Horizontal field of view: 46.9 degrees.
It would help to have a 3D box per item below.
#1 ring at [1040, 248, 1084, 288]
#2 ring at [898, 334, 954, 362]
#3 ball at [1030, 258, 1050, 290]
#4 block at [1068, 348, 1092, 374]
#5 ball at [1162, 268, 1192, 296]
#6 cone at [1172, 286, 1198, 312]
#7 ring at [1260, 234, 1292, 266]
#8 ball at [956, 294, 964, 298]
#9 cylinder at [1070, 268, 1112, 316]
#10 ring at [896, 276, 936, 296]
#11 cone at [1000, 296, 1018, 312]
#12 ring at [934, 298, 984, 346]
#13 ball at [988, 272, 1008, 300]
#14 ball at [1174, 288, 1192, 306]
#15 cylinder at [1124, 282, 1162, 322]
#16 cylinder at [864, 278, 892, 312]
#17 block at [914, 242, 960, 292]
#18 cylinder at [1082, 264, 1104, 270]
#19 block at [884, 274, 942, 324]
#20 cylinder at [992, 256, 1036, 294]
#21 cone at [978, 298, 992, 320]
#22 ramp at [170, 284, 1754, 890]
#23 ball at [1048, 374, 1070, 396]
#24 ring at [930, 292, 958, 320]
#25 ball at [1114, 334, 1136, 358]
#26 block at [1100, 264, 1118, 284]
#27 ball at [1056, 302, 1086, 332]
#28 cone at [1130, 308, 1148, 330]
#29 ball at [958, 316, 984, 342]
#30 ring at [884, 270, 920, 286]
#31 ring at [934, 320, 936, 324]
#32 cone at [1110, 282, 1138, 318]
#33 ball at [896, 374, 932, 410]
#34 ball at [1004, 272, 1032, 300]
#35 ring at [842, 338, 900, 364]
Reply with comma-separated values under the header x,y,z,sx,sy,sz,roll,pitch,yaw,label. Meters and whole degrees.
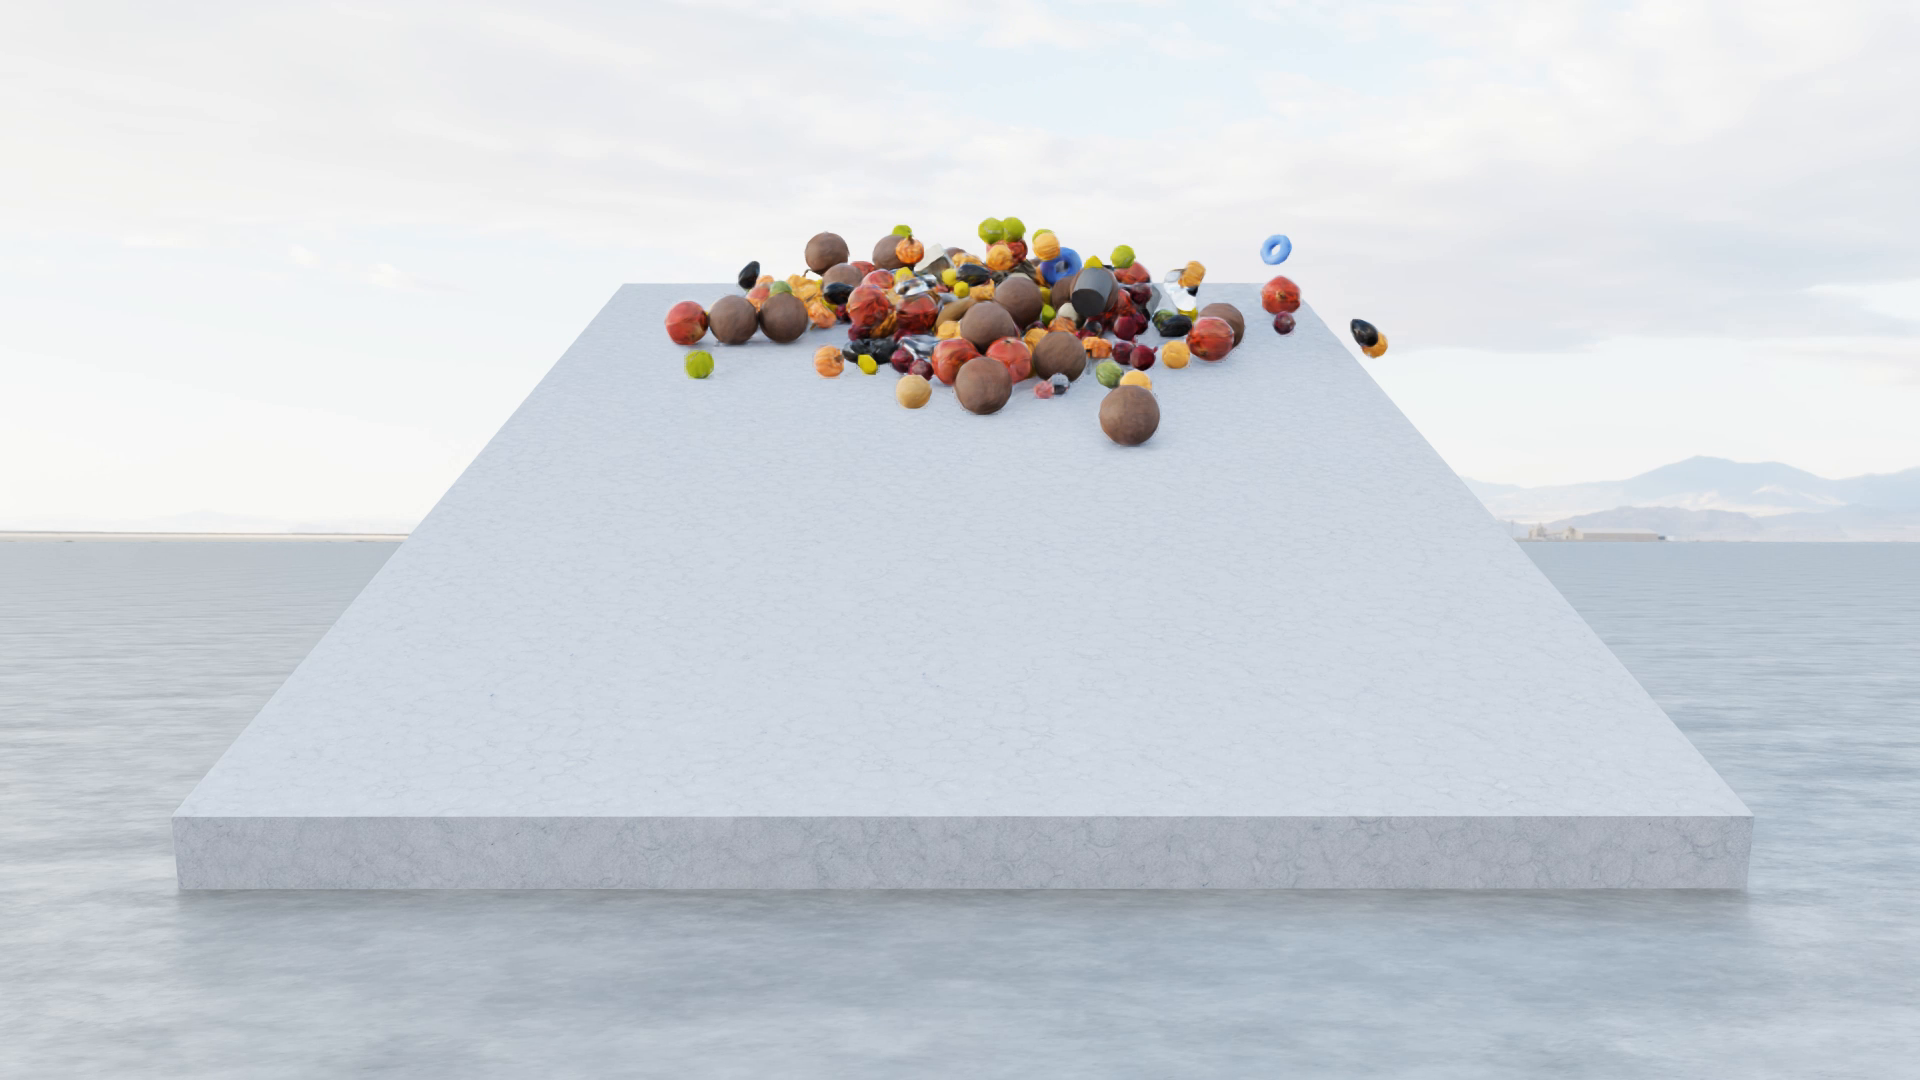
x,y,z,sx,sy,sz,roll,pitch,yaw,label
0.280,-0.748,6.063,0.116,0.116,0.039,0,25,4,ring
-0.087,-0.480,5.525,0.143,0.048,0.143,8,15,-2,ring
0.228,-0.782,6.498,0.097,0.097,0.097,0,0,0,ball
0.293,-0.437,5.395,0.052,0.052,0.052,2,16,6,block
0.628,-0.742,6.385,0.084,0.084,0.084,0,0,0,ball
0.614,-0.657,5.874,0.072,0.072,0.072,0,-27,-30,cone
0.919,-0.845,6.430,0.097,0.097,0.032,0,-17,39,ring
-0.007,-0.657,6.154,0.050,0.050,0.050,0,0,0,ball
0.338,-0.635,5.665,0.090,0.090,0.090,0,41,20,cylinder
-0.112,-0.648,5.640,0.111,0.037,0.111,-15,5,1,ring
0.128,-0.650,6.180,0.050,0.050,0.050,0,-16,-40,cone
-0.002,-0.560,5.685,0.146,0.146,0.049,0,41,-48,ring
0.129,-0.735,6.321,0.093,0.093,0.093,0,0,0,ball
0.630,-0.687,6.249,0.055,0.055,0.055,0,0,0,ball
0.496,-0.643,6.000,0.078,0.078,0.078,21,-32,14,cylinder
-0.221,-0.684,6.185,0.083,0.083,0.083,0,17,6,cylinder
-0.065,-0.758,6.148,0.084,0.084,0.084,-33,33,10,block
0.374,-0.736,6.324,0.075,0.075,0.075,4,-29,2,cylinder
-0.124,-0.628,5.764,0.090,0.090,0.090,36,-4,-31,block
0.151,-0.735,6.151,0.094,0.094,0.094,0,-2,-17,cylinder
0.071,-0.626,6.084,0.066,0.066,0.066,0,-11,22,cone
-0.002,-0.163,4.726,2.000,0.100,4.000,0,16,0,ramp
0.229,-0.360,5.130,0.053,0.053,0.053,0,0,0,ball
-0.036,-0.610,5.820,0.086,0.086,0.029,0,7,6,ring
0.416,-0.489,5.568,0.056,0.056,0.056,0,0,0,ball
0.423,-0.763,6.443,0.060,0.060,0.060,-3,-10,28,block
0.297,-0.592,5.877,0.081,0.081,0.081,0,0,0,ball
0.483,-0.598,5.948,0.053,0.053,0.053,0,16,0,cone
0.026,-0.522,5.470,0.062,0.062,0.062,0,0,0,ball
-0.155,-0.716,6.077,0.108,0.036,0.108,4,-9,1,ring
-0.026,-0.588,5.952,0.093,0.031,0.093,0,15,0,ring
0.429,-0.644,5.972,0.090,0.090,0.090,6,13,-1,cone
-0.105,-0.335,4.994,0.081,0.081,0.081,0,0,0,ball
0.157,-0.681,5.929,0.076,0.076,0.076,0,0,0,ball
-0.222,-0.471,5.520,0.143,0.048,0.143,-1,17,0,ring
